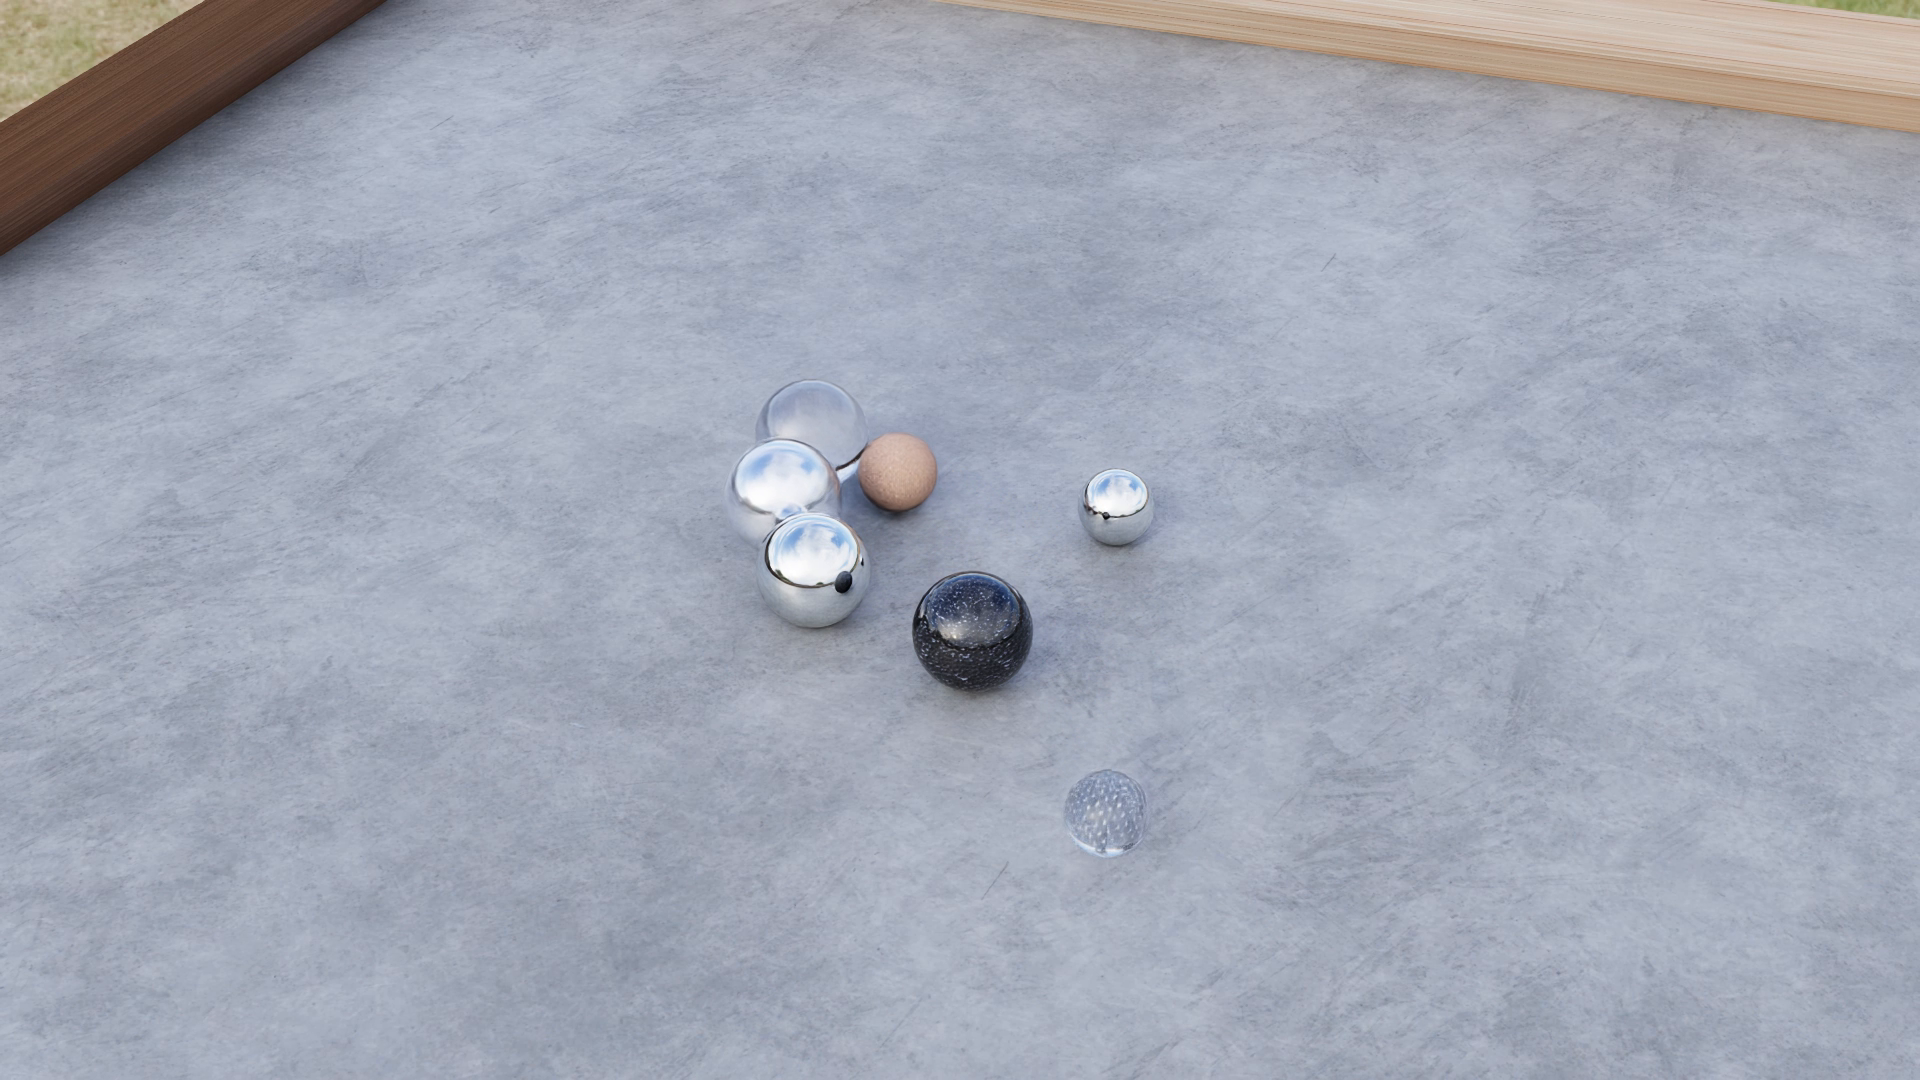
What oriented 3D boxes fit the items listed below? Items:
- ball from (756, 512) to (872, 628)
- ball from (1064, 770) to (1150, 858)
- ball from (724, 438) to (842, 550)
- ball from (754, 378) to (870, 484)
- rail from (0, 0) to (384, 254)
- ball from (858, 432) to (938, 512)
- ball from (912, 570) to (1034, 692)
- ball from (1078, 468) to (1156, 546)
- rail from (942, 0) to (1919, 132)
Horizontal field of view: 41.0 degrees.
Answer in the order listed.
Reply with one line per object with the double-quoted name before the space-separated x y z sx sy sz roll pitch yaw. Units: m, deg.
"ball" -0.115 0.023 2.003 0.090 0.090 0.090 0 33 0
"ball" 0.102 0.189 1.774 0.060 0.060 0.060 0 33 0
"ball" -0.144 -0.034 2.087 0.096 0.096 0.096 0 33 0
"ball" -0.125 -0.088 2.170 0.097 0.097 0.097 0 33 0
"rail" -1.015 -0.219 2.344 0.045 0.125 2.396 11 34 17
"ball" -0.052 -0.057 2.149 0.067 0.067 0.067 0 33 0
"ball" 0.010 0.069 1.931 0.092 0.092 0.092 0 33 0
"ball" 0.128 -0.027 2.106 0.064 0.064 0.064 0 33 0
"rail" 1.439 -0.411 2.643 4.416 0.125 0.045 11 34 17
